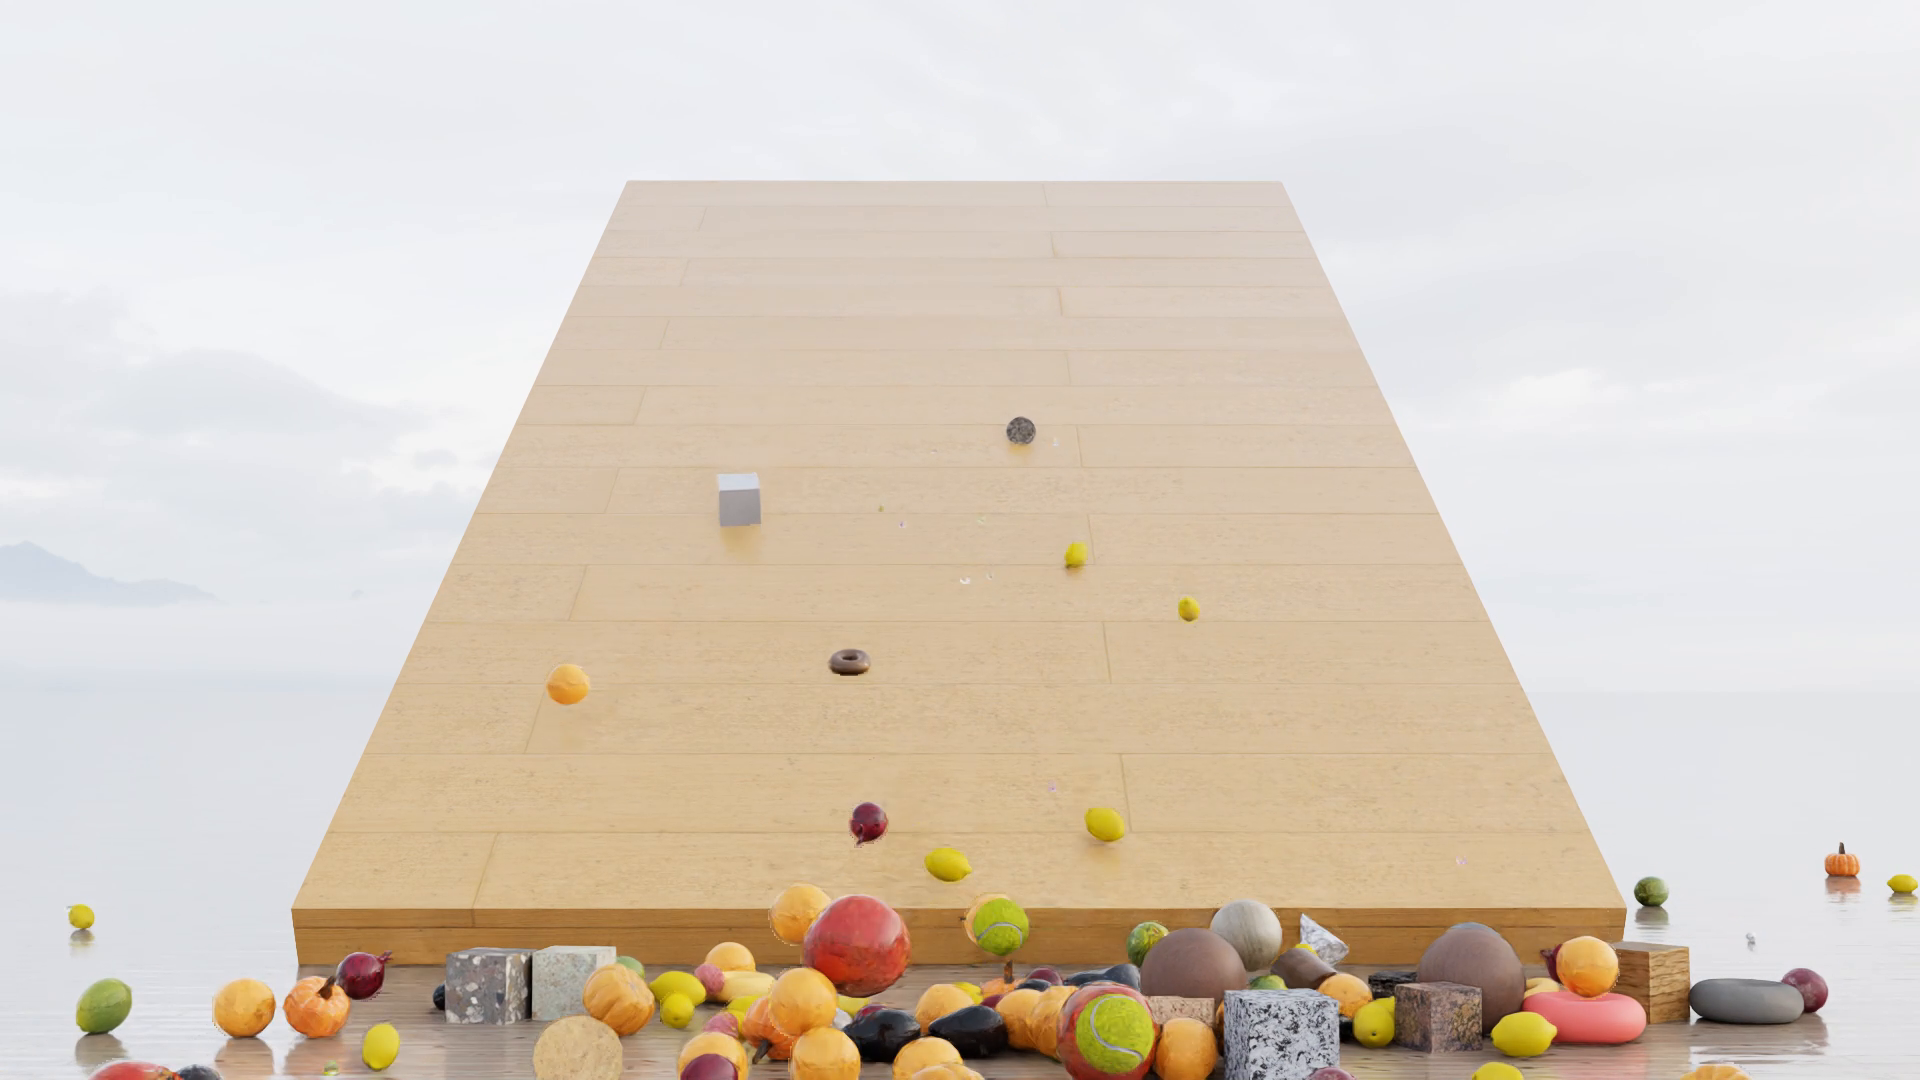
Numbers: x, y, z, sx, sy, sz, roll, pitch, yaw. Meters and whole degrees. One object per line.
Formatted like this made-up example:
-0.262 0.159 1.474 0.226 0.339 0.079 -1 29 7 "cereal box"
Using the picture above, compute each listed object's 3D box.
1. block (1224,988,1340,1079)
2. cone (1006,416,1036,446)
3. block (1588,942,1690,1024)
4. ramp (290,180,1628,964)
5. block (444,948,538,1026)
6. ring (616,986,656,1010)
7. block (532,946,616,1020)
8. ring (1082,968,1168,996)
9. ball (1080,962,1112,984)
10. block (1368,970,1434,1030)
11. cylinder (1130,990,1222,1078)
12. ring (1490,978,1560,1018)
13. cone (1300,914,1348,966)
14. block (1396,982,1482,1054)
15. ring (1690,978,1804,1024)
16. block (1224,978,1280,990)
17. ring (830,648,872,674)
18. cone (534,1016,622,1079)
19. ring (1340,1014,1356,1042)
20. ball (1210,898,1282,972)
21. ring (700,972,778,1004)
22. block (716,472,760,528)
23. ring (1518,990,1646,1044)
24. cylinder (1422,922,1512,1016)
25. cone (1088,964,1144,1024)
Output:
0.337 0.527 2.451 0.096 0.096 0.096 1 -4 -10 "block"
0.132 -0.239 5.199 0.065 0.065 0.065 0 -2 -6 "cone"
0.864 0.562 2.968 0.090 0.090 0.090 3 -5 -41 "block"
-0.008 -0.229 5.331 2.000 0.100 4.000 0 24 0 "ramp"
-0.593 0.564 2.952 0.084 0.084 0.084 -1 -4 17 "block"
-0.437 0.600 3.051 0.078 0.026 0.078 1 -4 0 "ring"
-0.493 0.566 2.981 0.084 0.084 0.084 -1 -4 8 "block"
0.222 0.599 3.130 0.114 0.038 0.114 1 -3 0 "ring"
0.199 0.627 3.306 0.056 0.056 0.056 0 -4 0 "ball"
0.547 0.570 2.888 0.064 0.064 0.064 -2 -4 27 "block"
0.236 0.540 2.541 0.082 0.082 0.082 11 0 16 "cylinder"
0.718 0.583 2.965 0.092 0.031 0.092 -17 -2 0 "ring"
0.506 0.567 3.346 0.078 0.078 0.078 -15 -37 -11 "cone"
0.557 0.556 2.717 0.071 0.071 0.071 2 -4 -24 "block"
0.995 0.584 2.954 0.139 0.046 0.139 1 -4 0 "ring"
0.363 0.576 2.906 0.054 0.054 0.054 1 -4 -12 "block"
-0.197 0.218 4.193 0.075 0.025 0.075 1 23 0 "ring"
-0.398 0.553 2.422 0.091 0.091 0.091 1 -30 -11 "cone"
0.426 0.581 2.777 0.089 0.030 0.089 0 -4 0 "ring"
0.353 0.488 2.879 0.090 0.090 0.090 0 -4 0 "ball"
-0.295 0.599 3.121 0.105 0.035 0.105 1 -3 0 "ring"
-0.454 -0.082 4.783 0.083 0.083 0.083 -3 25 -8 "block"
0.744 0.571 2.792 0.150 0.050 0.150 0 -4 0 "ring"
0.643 0.548 2.964 0.096 0.096 0.096 -2 10 24 "cylinder"
0.217 0.586 2.911 0.081 0.081 0.081 2 22 -34 "cone"
